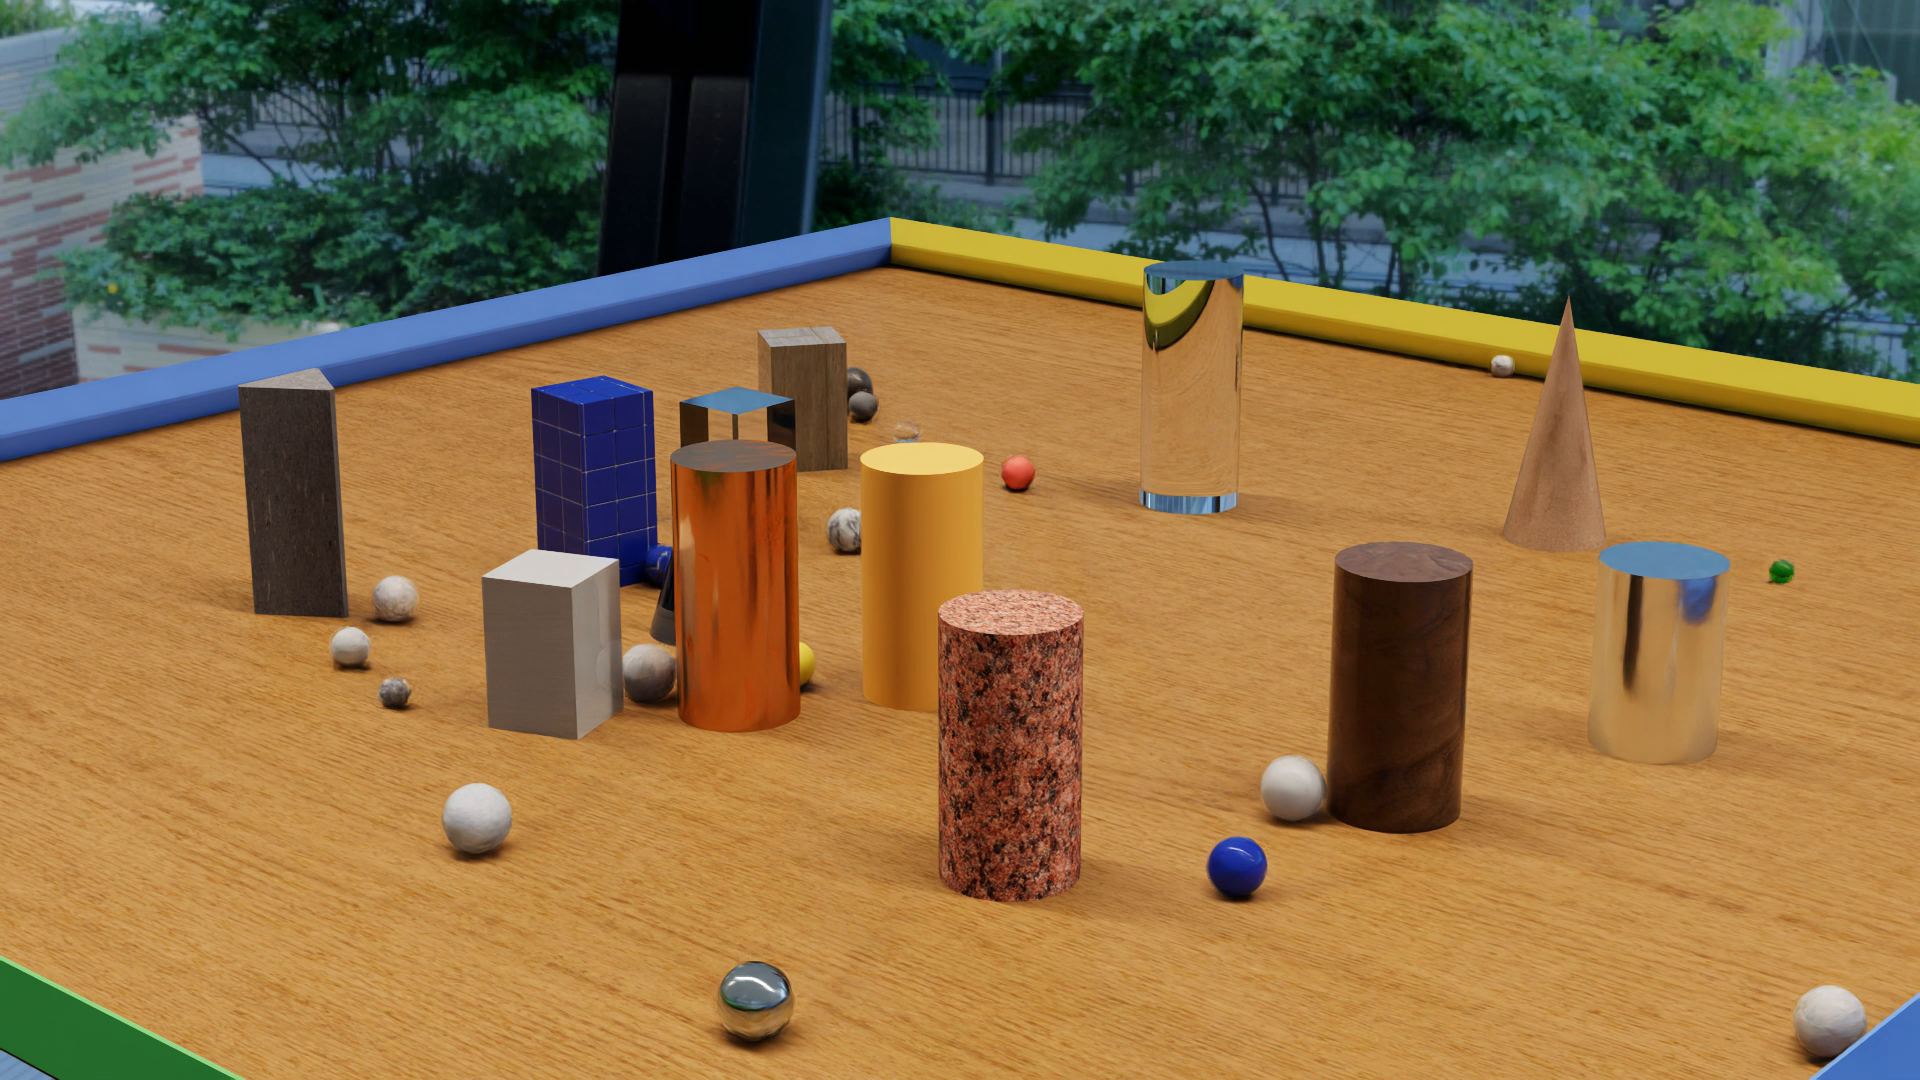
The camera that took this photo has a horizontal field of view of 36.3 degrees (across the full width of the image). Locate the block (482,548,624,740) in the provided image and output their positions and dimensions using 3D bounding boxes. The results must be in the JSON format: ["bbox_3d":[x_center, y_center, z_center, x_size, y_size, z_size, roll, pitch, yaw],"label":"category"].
[{"bbox_3d":[-0.623,0.159,4.497,0.153,0.243,0.153,6,18,20],"label":"block"}]

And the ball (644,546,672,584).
[{"bbox_3d":[-0.521,0.044,5.173,0.070,0.070,0.070,0,17,0],"label":"ball"}]

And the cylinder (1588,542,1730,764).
[{"bbox_3d":[1.045,0.167,4.390,0.191,0.288,0.191,0,17,0],"label":"cylinder"}]

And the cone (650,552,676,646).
[{"bbox_3d":[-0.428,-0.001,4.892,0.191,0.320,0.191,0,17,0],"label":"cone"}]

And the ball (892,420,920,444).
[{"bbox_3d":[-0.112,-0.219,6.072,0.055,0.055,0.055,0,17,0],"label":"ball"}]

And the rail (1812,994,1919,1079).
[{"bbox_3d":[1.528,0.415,3.851,0.045,0.124,4.141,14,22,39],"label":"rail"}]

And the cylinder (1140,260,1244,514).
[{"bbox_3d":[0.444,-0.294,5.630,0.191,0.455,0.191,0,17,0],"label":"cylinder"}]

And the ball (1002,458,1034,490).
[{"bbox_3d":[0.115,-0.131,5.764,0.064,0.064,0.064,0,17,0],"label":"ball"}]

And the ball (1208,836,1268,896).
[{"bbox_3d":[0.367,0.431,3.878,0.079,0.079,0.079,0,17,0],"label":"ball"}]

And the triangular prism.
[{"bbox_3d":[-1.117,-0.083,5.025,0.166,0.400,0.143,3,17,8],"label":"triangular prism"}]

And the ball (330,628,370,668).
[{"bbox_3d":[-0.988,0.174,4.755,0.064,0.064,0.064,0,17,0],"label":"ball"}]

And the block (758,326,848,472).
[{"bbox_3d":[-0.319,-0.284,5.932,0.153,0.261,0.153,-4,17,-13],"label":"block"}]

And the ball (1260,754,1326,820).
[{"bbox_3d":[0.468,0.349,4.127,0.093,0.093,0.093,0,17,0],"label":"ball"}]

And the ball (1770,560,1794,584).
[{"bbox_3d":[1.454,0.056,5.187,0.041,0.041,0.041,0,17,0],"label":"ball"}]

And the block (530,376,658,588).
[{"bbox_3d":[-0.643,-0.098,5.174,0.153,0.343,0.153,-14,22,-38],"label":"block"}]

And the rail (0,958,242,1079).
[{"bbox_3d":[-1.342,0.478,3.641,4.093,0.124,0.045,14,22,39],"label":"rail"}]

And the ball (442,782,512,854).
[{"bbox_3d":[-0.661,0.381,4.016,0.096,0.096,0.096,0,17,0],"label":"ball"}]

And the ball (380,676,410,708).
[{"bbox_3d":[-0.881,0.237,4.574,0.048,0.048,0.048,0,17,0],"label":"ball"}]

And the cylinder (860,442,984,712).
[{"bbox_3d":[-0.059,0.056,4.596,0.191,0.382,0.191,0,17,0],"label":"cylinder"}]

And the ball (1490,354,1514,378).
[{"bbox_3d":[1.232,-0.396,6.665,0.051,0.051,0.051,0,17,0],"label":"ball"}]

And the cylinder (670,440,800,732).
[{"bbox_3d":[-0.343,0.069,4.502,0.191,0.411,0.191,0,17,0],"label":"cylinder"}]

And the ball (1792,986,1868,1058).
[{"bbox_3d":[1.018,0.563,3.430,0.084,0.084,0.084,0,17,0],"label":"ball"}]

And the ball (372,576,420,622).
[{"bbox_3d":[-0.958,0.099,4.979,0.078,0.078,0.078,0,17,0],"label":"ball"}]

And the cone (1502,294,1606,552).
[{"bbox_3d":[1.106,-0.226,5.391,0.191,0.461,0.191,0,17,0],"label":"cone"}]

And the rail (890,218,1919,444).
[{"bbox_3d":[1.342,-0.416,6.600,4.093,0.124,0.045,14,22,39],"label":"rail"}]

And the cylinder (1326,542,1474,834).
[{"bbox_3d":[0.616,0.206,4.125,0.191,0.368,0.191,0,17,0],"label":"cylinder"}]

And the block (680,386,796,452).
[{"bbox_3d":[-0.417,-0.149,5.528,0.153,0.235,0.153,14,22,38],"label":"block"}]

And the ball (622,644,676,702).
[{"bbox_3d":[-0.489,0.208,4.594,0.092,0.092,0.092,0,17,0],"label":"ball"}]

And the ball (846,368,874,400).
[{"bbox_3d":[-0.234,-0.326,6.355,0.095,0.095,0.095,0,17,0],"label":"ball"}]

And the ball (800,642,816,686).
[{"bbox_3d":[-0.268,0.197,4.657,0.076,0.076,0.076,0,17,0],"label":"ball"}]

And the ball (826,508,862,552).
[{"bbox_3d":[-0.205,-0.019,5.368,0.079,0.079,0.079,0,17,0],"label":"ball"}]

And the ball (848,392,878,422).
[{"bbox_3d":[-0.209,-0.285,6.276,0.064,0.064,0.064,0,17,0],"label":"ball"}]

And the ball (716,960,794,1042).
[{"bbox_3d":[-0.242,0.546,3.472,0.094,0.094,0.094,0,17,0],"label":"ball"}]

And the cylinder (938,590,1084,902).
[{"bbox_3d":[0.067,0.272,3.900,0.191,0.371,0.191,0,17,0],"label":"cylinder"}]

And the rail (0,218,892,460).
[{"bbox_3d":[-1.528,-0.352,6.390,0.045,0.124,4.141,14,22,39],"label":"rail"}]
